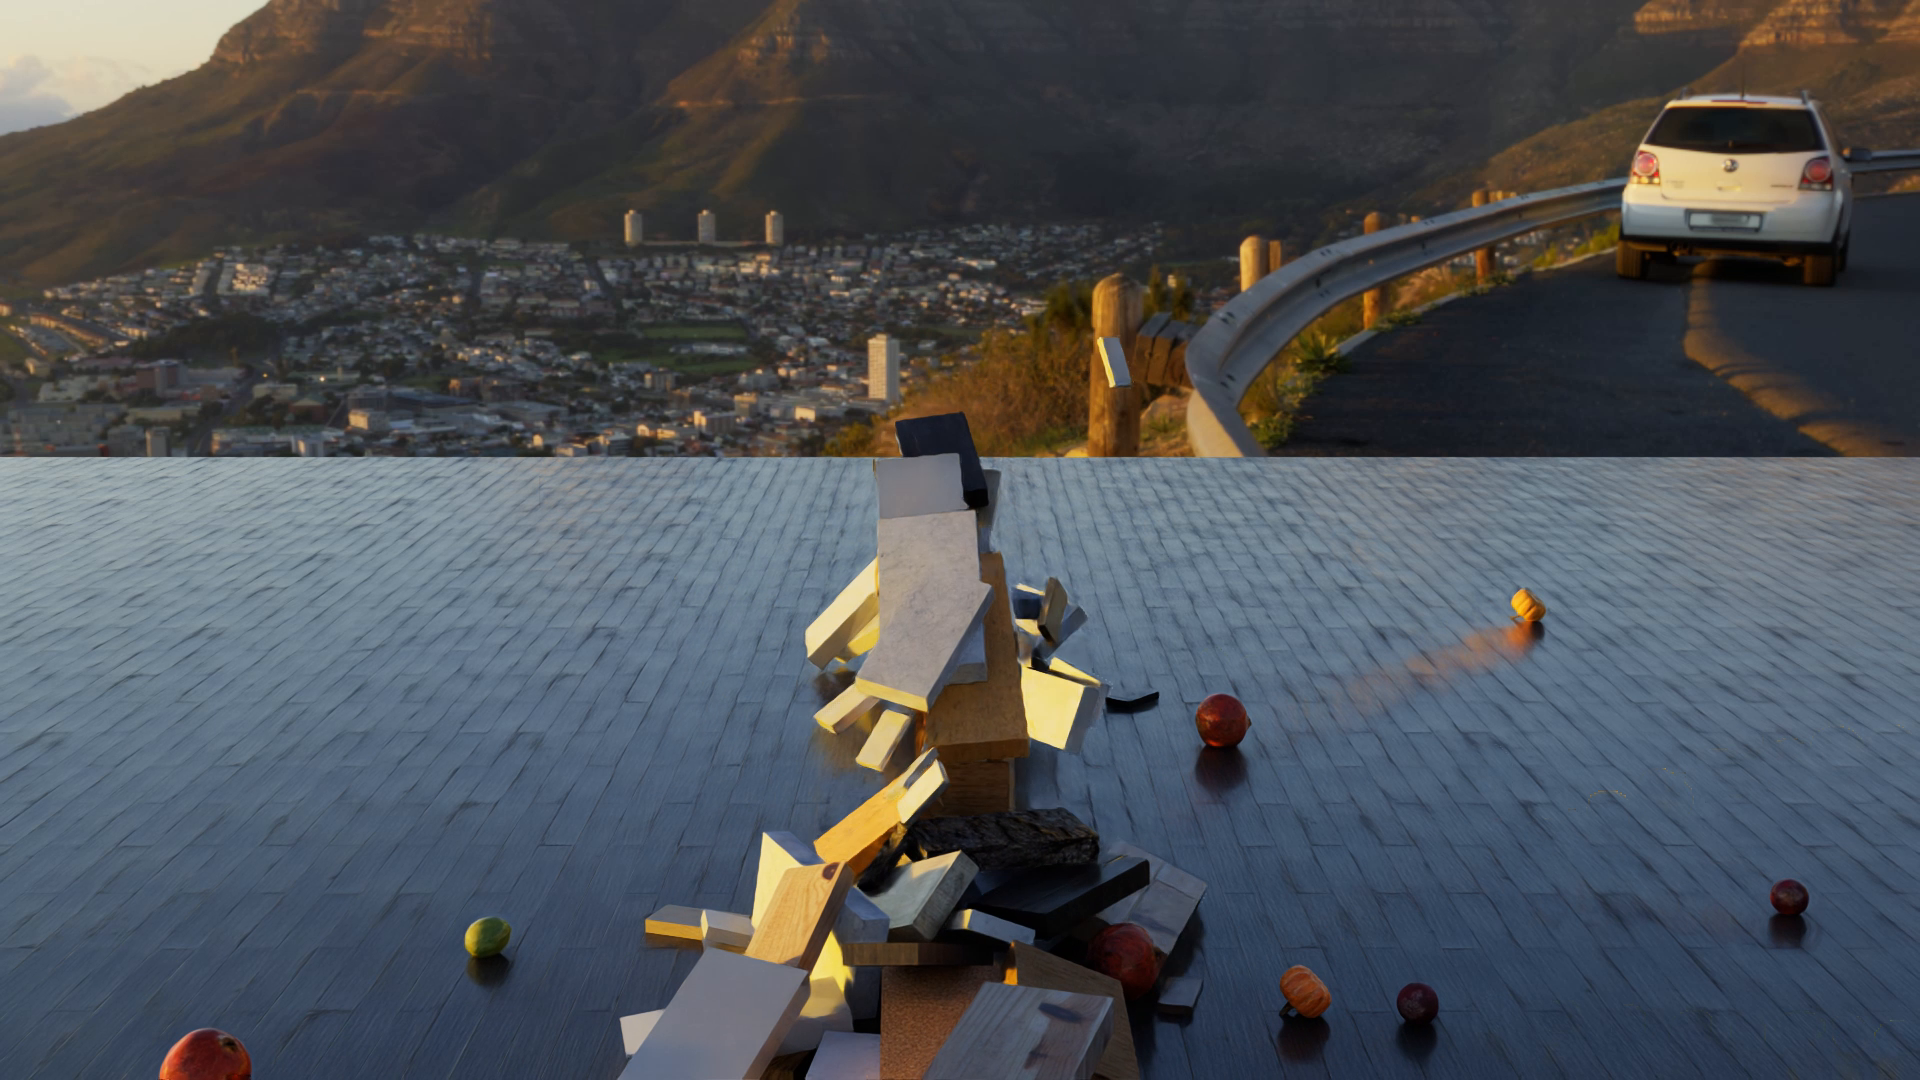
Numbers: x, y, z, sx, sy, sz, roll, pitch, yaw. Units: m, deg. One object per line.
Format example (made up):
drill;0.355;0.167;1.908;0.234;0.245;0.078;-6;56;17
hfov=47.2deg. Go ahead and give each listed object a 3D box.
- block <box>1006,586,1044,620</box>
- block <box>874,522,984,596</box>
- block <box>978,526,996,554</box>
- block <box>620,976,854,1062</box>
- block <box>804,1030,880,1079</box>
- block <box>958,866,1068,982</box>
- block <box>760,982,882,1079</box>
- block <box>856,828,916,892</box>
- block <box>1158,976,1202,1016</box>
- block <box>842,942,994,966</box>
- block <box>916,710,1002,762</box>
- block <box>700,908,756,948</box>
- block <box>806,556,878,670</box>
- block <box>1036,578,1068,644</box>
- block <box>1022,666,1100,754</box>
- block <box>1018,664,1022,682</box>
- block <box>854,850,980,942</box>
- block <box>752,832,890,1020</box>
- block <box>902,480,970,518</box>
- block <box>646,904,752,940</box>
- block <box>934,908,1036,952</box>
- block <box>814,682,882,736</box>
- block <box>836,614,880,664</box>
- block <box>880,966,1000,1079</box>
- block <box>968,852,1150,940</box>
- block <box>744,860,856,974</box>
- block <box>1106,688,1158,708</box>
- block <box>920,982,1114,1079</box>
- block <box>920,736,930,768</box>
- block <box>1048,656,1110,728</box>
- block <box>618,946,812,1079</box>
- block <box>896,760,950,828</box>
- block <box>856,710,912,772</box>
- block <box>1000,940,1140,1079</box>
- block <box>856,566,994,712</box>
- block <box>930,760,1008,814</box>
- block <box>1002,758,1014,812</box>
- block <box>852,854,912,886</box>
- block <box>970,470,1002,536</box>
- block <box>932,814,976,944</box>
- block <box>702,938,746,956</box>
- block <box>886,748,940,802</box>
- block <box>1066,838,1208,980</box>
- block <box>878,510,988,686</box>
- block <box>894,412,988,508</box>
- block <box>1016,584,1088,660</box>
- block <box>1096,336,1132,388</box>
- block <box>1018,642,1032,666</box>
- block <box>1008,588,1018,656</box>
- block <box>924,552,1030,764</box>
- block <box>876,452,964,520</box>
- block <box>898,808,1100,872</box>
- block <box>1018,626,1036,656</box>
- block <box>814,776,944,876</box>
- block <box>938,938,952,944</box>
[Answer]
block;0.059;0.133;5.119;0.163;0.046;0.327;1;8;-40
block;-0.060;0.038;4.104;0.170;0.048;0.340;-3;-15;-7
block;-0.016;0.046;3.963;0.162;0.046;0.324;-5;-15;4
block;-0.304;0.664;2.985;0.301;0.043;0.150;-9;9;-11
block;-0.018;0.700;2.813;0.346;0.049;0.173;2;14;7
block;0.111;0.552;3.428;0.047;0.164;0.329;-32;-6;28
block;-0.189;0.659;3.216;0.108;0.030;0.627;3;11;15
block;-0.110;0.480;3.296;0.052;0.015;0.103;-24;25;55
block;0.322;0.667;3.215;0.052;0.015;0.103;3;11;14
block;-0.051;0.555;2.942;0.099;0.028;0.380;-3;-12;15
block;-0.001;0.411;3.814;0.149;0.298;0.042;1;9;2
block;-0.323;0.608;3.395;0.149;0.021;0.075;15;8;-14
block;-0.237;0.148;5.206;0.046;0.327;0.163;40;13;-19
block;0.209;0.160;4.976;0.020;0.069;0.139;-7;46;28
block;0.172;0.328;4.260;0.036;0.126;0.253;21;-4;-27
block;0.024;0.236;3.840;0.149;0.042;0.298;0;-4;6
block;-0.095;0.536;3.203;0.277;0.039;0.139;-25;23;53
block;-0.208;0.557;3.211;0.043;0.150;0.344;2;13;-30
block;-0.072;-0.026;4.365;0.088;0.176;0.025;39;-13;16
block;-0.416;0.611;3.499;0.149;0.021;0.075;4;11;21
block;0.025;0.557;3.127;0.099;0.028;0.198;21;-17;-15
block;-0.220;0.341;4.689;0.176;0.025;0.088;-38;27;-17
block;-0.189;0.198;5.119;0.126;0.036;0.348;-52;9;-26
block;-0.018;0.683;2.681;0.160;0.045;0.677;0;13;-2
block;0.151;0.527;3.284;0.139;0.039;0.277;2;11;37
block;-0.232;0.544;3.075;0.108;0.030;0.215;-13;34;32
block;0.385;0.352;4.902;0.059;0.017;0.119;9;14;39
block;0.064;0.615;2.573;0.164;0.047;0.329;4;14;16
block;-0.007;0.357;3.674;0.108;0.031;0.217;0;8;2
block;0.221;0.295;4.276;0.025;0.088;0.176;19;4;-32
block;-0.325;0.659;2.859;0.150;0.043;0.301;10;34;19
block;-0.056;0.387;3.351;0.014;0.098;0.049;31;21;-31
block;-0.121;0.319;3.500;0.049;0.098;0.014;12;-29;39
block;0.140;0.630;2.849;0.160;0.045;0.320;22;12;-6
block;-0.055;0.158;3.564;0.126;0.036;0.253;15;51;21
block;0.014;0.484;3.541;0.127;0.254;0.036;0;-2;2
block;0.023;0.396;3.908;0.149;0.298;0.042;0;31;2
block;-0.119;0.517;3.425;0.127;0.036;0.254;-41;26;8
block;0.002;-0.059;4.557;0.139;0.039;0.278;5;34;5
block;-0.010;0.543;3.426;0.127;0.036;0.254;0;48;2
block;-0.345;0.647;3.305;0.075;0.021;0.235;-2;11;-9
block;-0.074;0.366;3.426;0.049;0.014;0.098;-38;7;46
block;0.277;0.575;3.456;0.164;0.047;0.329;26;17;11
block;-0.049;0.097;3.677;0.170;0.048;0.340;-6;47;3
block;-0.041;-0.163;4.624;0.151;0.043;0.302;-8;36;-5
block;0.177;0.200;5.423;0.151;0.043;0.302;-42;25;-15
block;0.362;-0.416;5.143;0.059;0.119;0.017;-8;-11;-44
block;0.043;0.207;3.993;0.139;0.039;0.278;0;-5;9
block;0.015;0.147;3.888;0.162;0.046;0.324;-2;12;-1
block;0.011;0.191;3.659;0.162;0.046;0.416;-5;45;-3
block;-0.069;-0.003;4.400;0.170;0.340;0.048;-6;-22;0
block;0.057;0.461;3.364;0.277;0.039;0.139;-2;12;-20
block;0.009;0.182;5.036;0.163;0.046;0.740;11;3;-12
block;-0.129;0.449;3.457;0.215;0.030;0.108;-38;27;5
block;-0.003;0.636;3.201;0.070;0.020;0.140;4;36;4
